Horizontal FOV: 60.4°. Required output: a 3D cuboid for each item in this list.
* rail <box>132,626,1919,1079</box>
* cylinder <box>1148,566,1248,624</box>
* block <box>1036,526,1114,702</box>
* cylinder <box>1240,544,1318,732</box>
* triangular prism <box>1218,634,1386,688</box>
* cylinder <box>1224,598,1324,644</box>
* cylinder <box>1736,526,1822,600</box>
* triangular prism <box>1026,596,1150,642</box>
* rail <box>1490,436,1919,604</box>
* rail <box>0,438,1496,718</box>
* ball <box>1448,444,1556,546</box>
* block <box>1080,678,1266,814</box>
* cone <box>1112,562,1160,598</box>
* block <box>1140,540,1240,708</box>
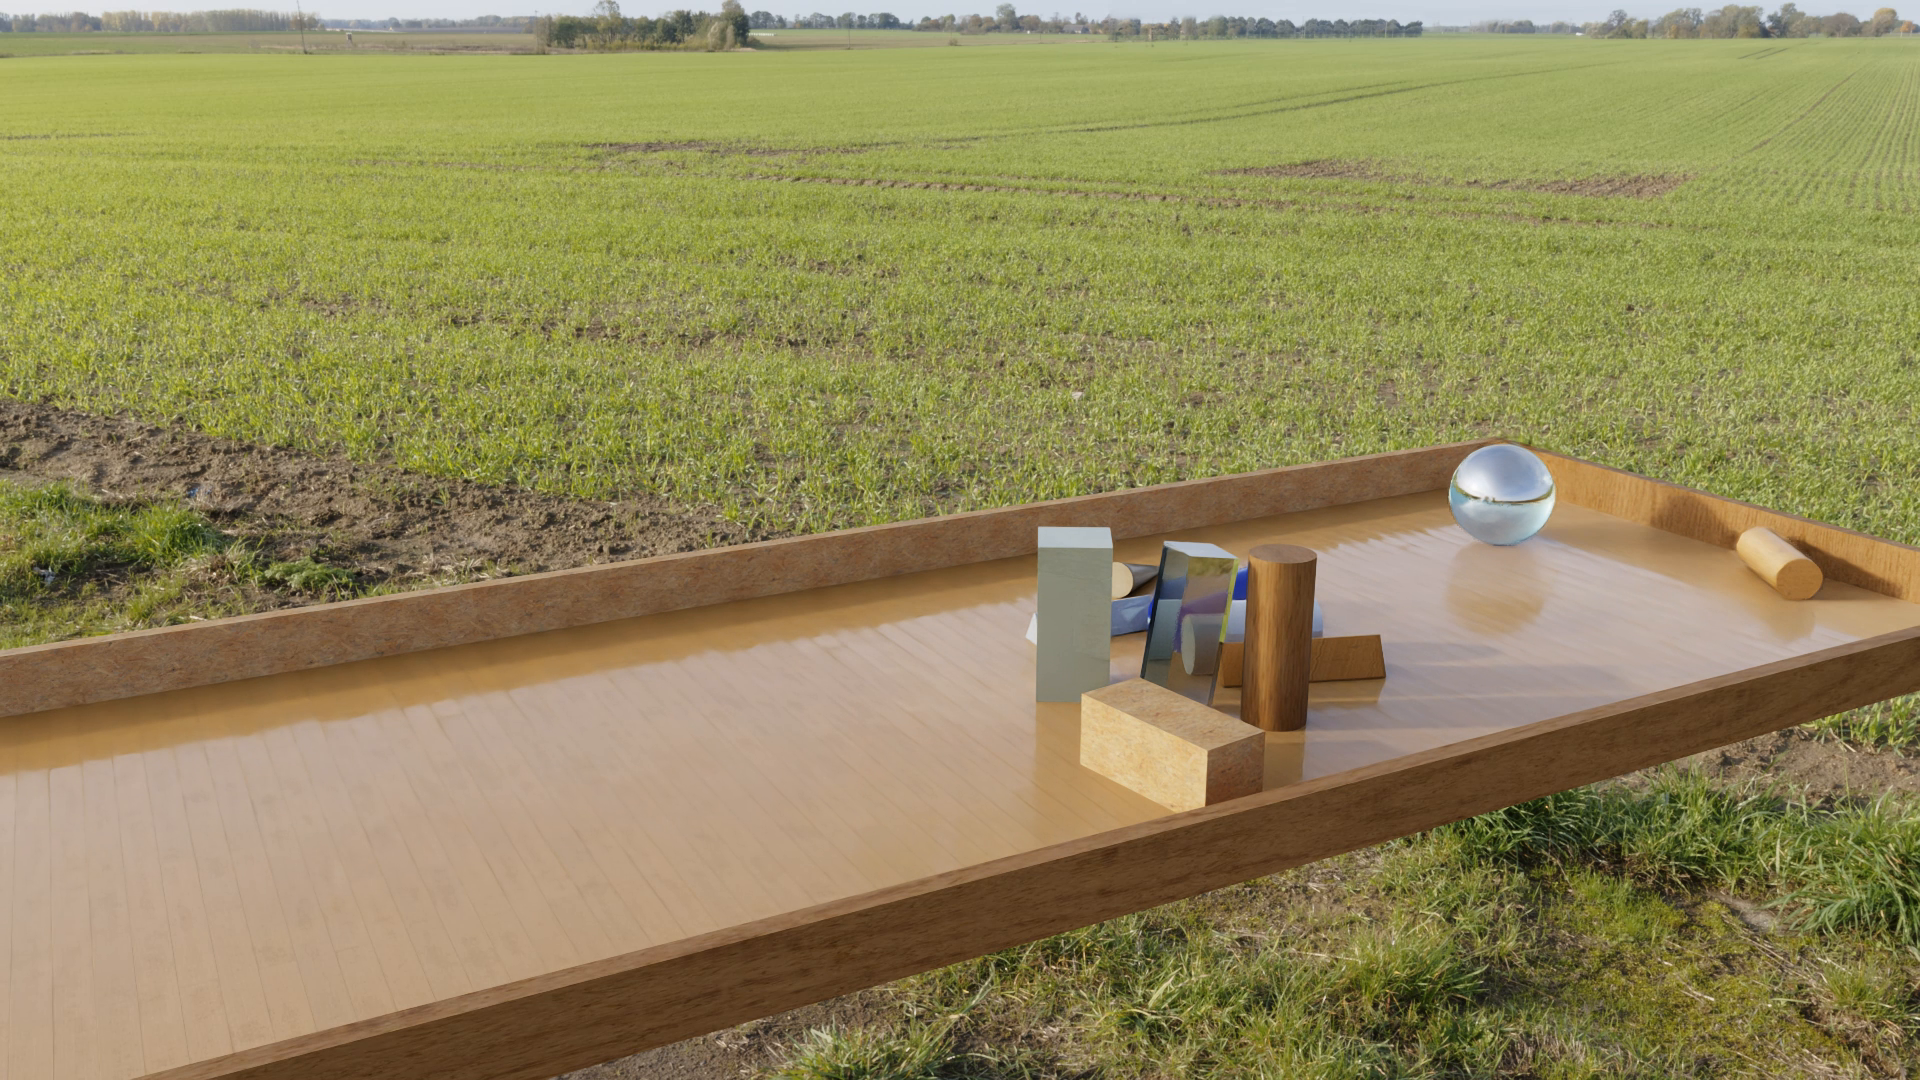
[{"bbox_3d":[-2.336,1.006,1.665,12.000,0.150,0.050,-9,18,-27],"label":"rail"},{"bbox_3d":[0.696,0.173,4.534,0.401,0.130,0.130,-15,22,-41],"label":"cylinder"},{"bbox_3d":[0.277,0.182,4.040,0.177,0.393,0.177,1,16,3],"label":"block"},{"bbox_3d":[0.743,0.228,3.853,0.155,0.410,0.155,0,16,0],"label":"cylinder"},{"bbox_3d":[0.857,0.295,4.171,0.424,0.095,0.110,-3,16,-9],"label":"triangular prism"},{"bbox_3d":[0.734,0.232,4.292,0.385,0.153,0.153,-2,16,-5],"label":"cylinder"},{"bbox_3d":[2.431,0.067,4.901,0.126,0.126,0.337,2,16,6],"label":"cylinder"},{"bbox_3d":[0.359,0.212,4.477,0.354,0.083,0.096,-8,18,-24],"label":"triangular prism"},{"bbox_3d":[2.466,-0.048,5.253,0.050,0.150,2.100,-9,18,-27],"label":"rail"},{"bbox_3d":[-3.305,0.497,3.399,12.000,0.150,0.050,-9,18,-27],"label":"rail"},{"bbox_3d":[1.733,-0.146,5.276,0.324,0.324,0.324,0,16,0],"label":"ball"},{"bbox_3d":[0.450,0.446,3.538,0.168,0.168,0.387,-12,20,-35],"label":"block"},{"bbox_3d":[0.551,0.100,4.924,0.104,0.104,0.354,10,11,32],"label":"cone"},{"bbox_3d":[0.530,0.219,3.862,0.130,0.407,0.130,3,14,-22],"label":"block"}]
